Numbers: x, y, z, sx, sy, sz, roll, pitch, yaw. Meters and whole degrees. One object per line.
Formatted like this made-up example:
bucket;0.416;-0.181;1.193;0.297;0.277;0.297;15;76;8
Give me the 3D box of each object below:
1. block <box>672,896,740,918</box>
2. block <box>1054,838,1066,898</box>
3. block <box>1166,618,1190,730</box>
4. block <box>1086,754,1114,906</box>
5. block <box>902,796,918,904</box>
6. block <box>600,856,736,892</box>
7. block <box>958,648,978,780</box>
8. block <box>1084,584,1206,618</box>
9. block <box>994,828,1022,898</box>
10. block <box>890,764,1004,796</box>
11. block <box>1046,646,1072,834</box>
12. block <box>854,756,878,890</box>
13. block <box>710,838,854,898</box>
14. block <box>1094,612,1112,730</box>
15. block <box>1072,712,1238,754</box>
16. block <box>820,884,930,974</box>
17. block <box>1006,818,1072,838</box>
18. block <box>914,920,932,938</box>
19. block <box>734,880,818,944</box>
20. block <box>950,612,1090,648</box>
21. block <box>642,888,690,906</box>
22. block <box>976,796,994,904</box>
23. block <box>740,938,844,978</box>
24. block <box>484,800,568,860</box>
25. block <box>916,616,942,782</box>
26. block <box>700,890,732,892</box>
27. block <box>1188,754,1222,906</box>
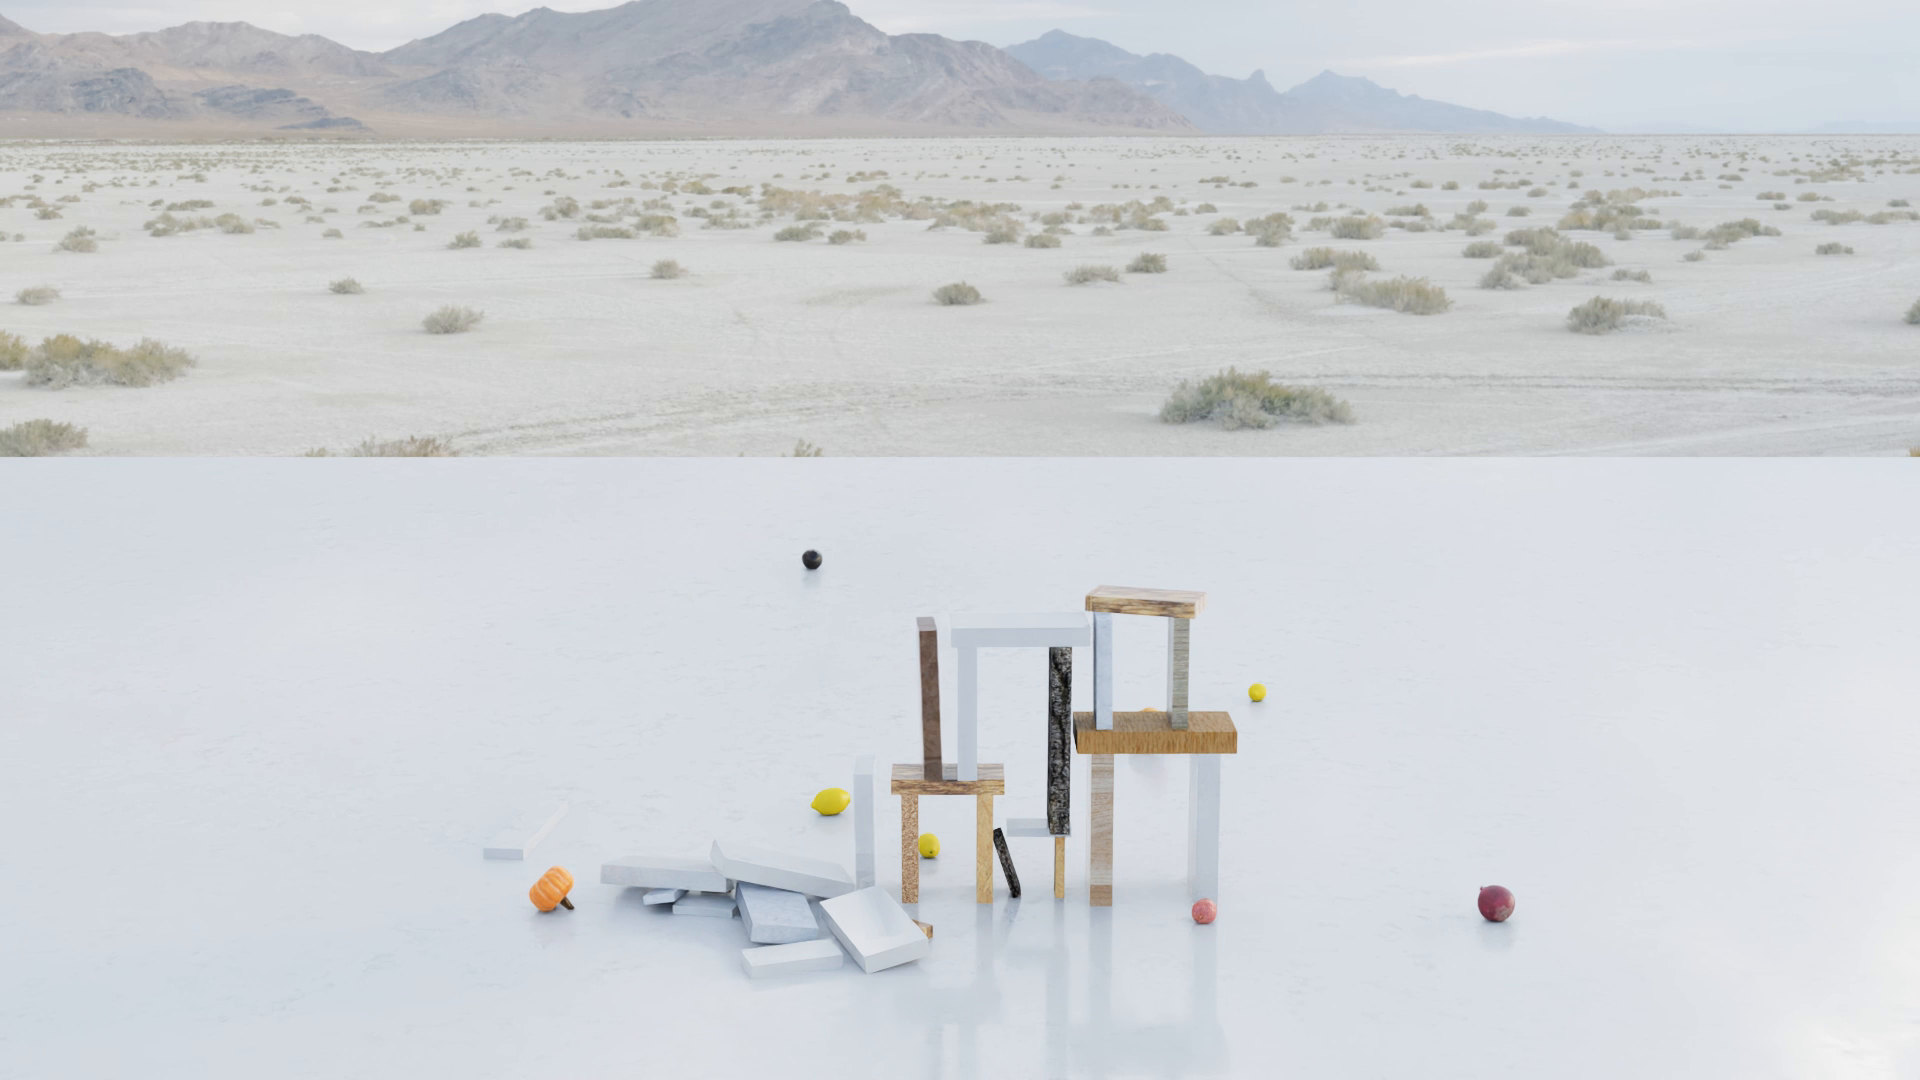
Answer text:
block;-0.412;0.598;3.586;0.102;0.014;0.051;2;11;13
block;0.166;0.537;3.663;0.015;0.106;0.053;0;11;0
block;0.357;0.209;3.598;0.026;0.183;0.091;0;11;0
block;0.231;0.462;3.648;0.037;0.259;0.130;0;11;0
block;-0.083;0.499;3.652;0.026;0.185;0.093;0;11;0
block;-0.471;0.554;3.652;0.222;0.031;0.111;1;1;16
block;0.012;0.271;3.611;0.032;0.224;0.112;0;11;0
block;0.306;0.101;3.609;0.183;0.026;0.091;4;11;18
block;0.078;0.537;3.664;0.015;0.106;0.053;-18;10;3
block;-0.020;0.395;3.632;0.185;0.026;0.093;0;11;0
block;0.163;0.316;3.617;0.032;0.315;0.112;0;11;-1
block;-0.156;0.480;3.650;0.031;0.222;0.111;-1;11;0
block;-0.294;0.544;3.623;0.222;0.031;0.111;14;5;-17
block;0.234;0.209;3.598;0.026;0.183;0.091;-1;11;0
block;0.319;0.317;3.621;0.259;0.037;0.130;0;11;0
block;-0.134;0.604;3.422;0.104;0.029;0.208;-14;20;-19
block;0.130;0.478;3.651;0.106;0.015;0.053;0;11;0
block;-0.121;0.614;3.486;0.143;0.020;0.072;9;14;39
block;-0.295;0.595;3.518;0.104;0.029;0.208;7;9;-14
block;0.096;0.146;3.585;0.224;0.032;0.112;0;11;-2
block;-0.482;0.581;3.610;0.051;0.014;0.102;-8;0;6
block;0.041;0.499;3.652;0.026;0.185;0.093;0;11;0
block;-0.257;0.638;3.354;0.143;0.020;0.072;-4;11;-19
block;-0.783;0.523;3.976;0.072;0.020;0.281;1;11;6
block;-0.051;0.259;3.605;0.029;0.250;0.104;-3;11;-3
block;-0.405;0.572;3.724;0.051;0.014;0.102;1;11;3
block;0.404;0.462;3.648;0.037;0.259;0.130;0;11;0
